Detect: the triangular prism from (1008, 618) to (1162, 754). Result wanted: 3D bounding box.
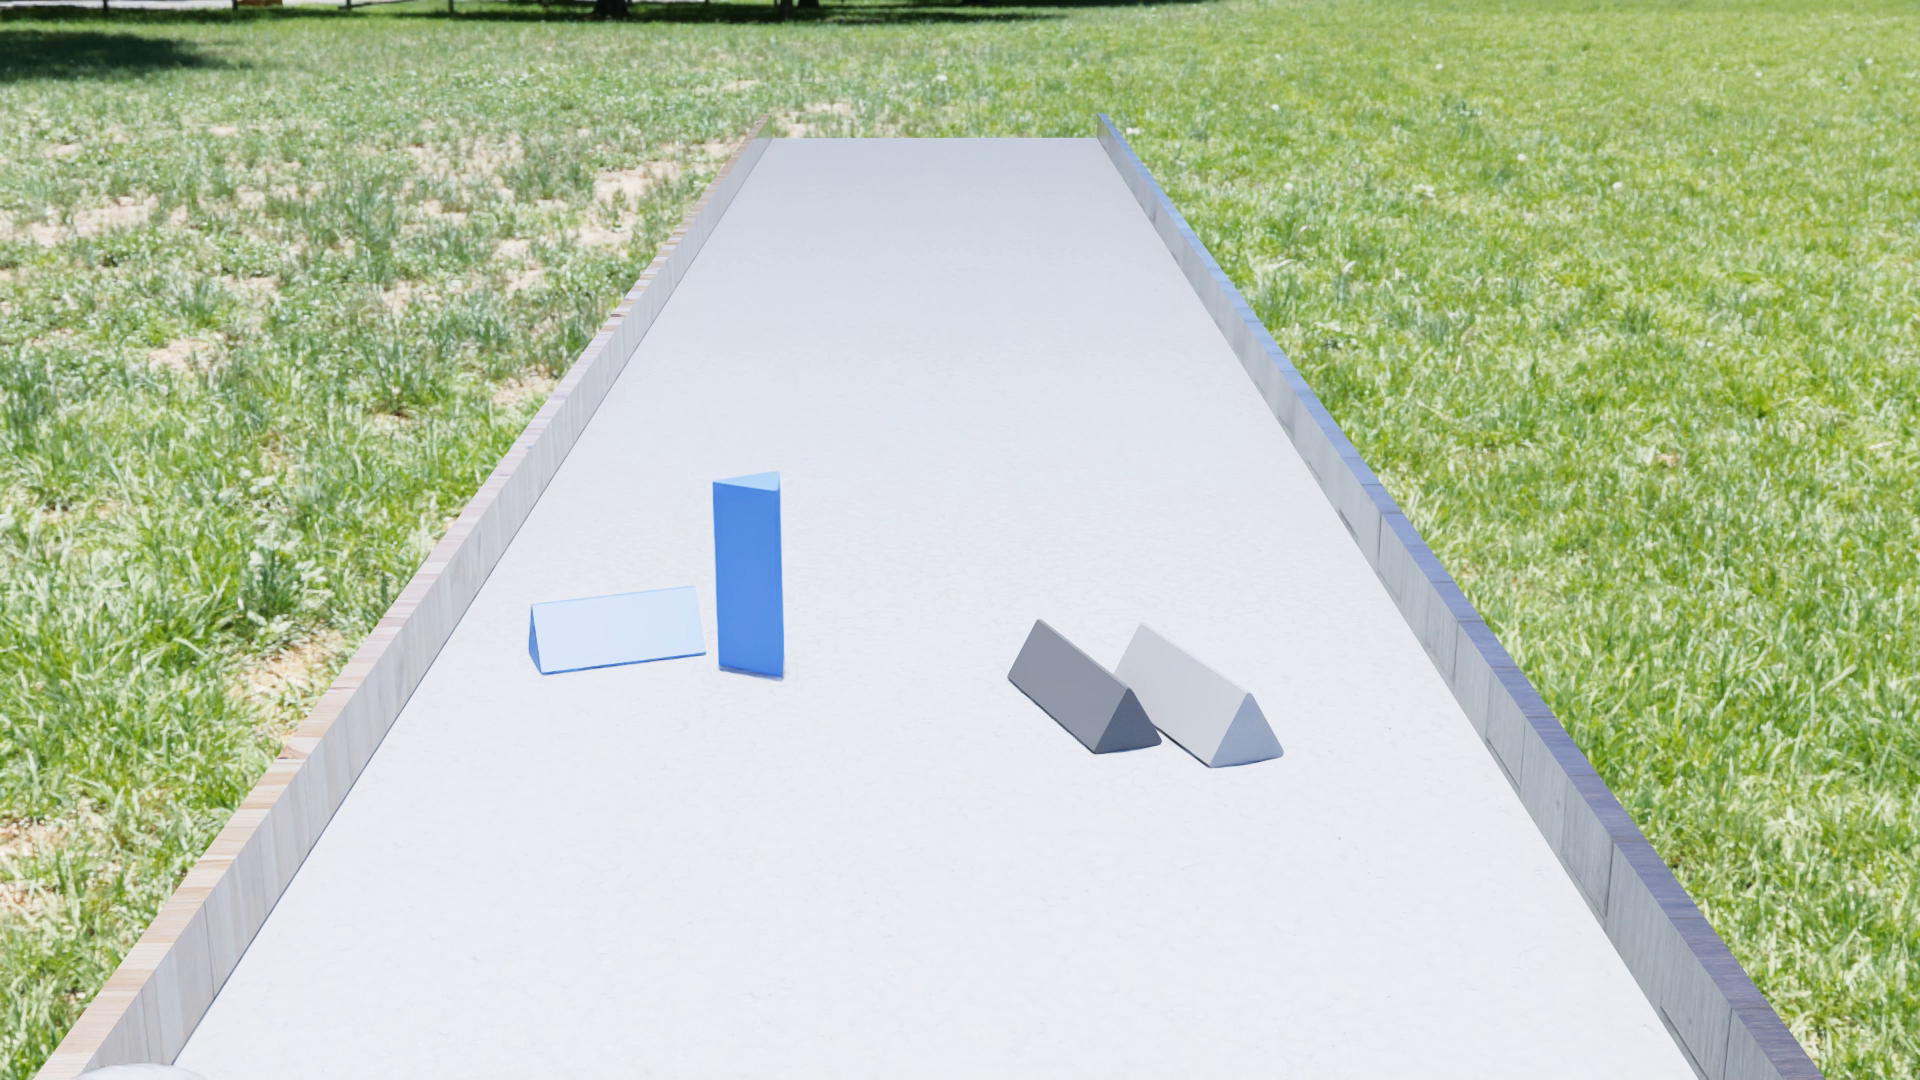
[{"bbox_3d":[0.228,0.264,4.126,0.133,0.115,0.417,-7,18,-20],"label":"triangular prism"}]

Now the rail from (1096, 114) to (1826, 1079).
[{"bbox_3d":[0.932,-0.844,7.801,0.050,0.150,12.000,0,17,-1],"label":"rail"}]

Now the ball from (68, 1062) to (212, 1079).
[{"bbox_3d":[-0.867,0.707,2.294,0.316,0.316,0.316,0,17,0],"label":"ball"}]

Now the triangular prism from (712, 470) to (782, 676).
[{"bbox_3d":[-0.389,0.061,4.358,0.147,0.379,0.127,8,19,26],"label":"triangular prism"}]

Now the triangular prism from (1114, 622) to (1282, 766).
[{"bbox_3d":[0.430,0.275,4.064,0.149,0.129,0.416,-7,18,-21],"label":"triangular prism"}]

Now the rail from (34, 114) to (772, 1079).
[{"bbox_3d":[-1.118,-0.838,7.780,0.050,0.150,12.000,0,17,-1],"label":"rail"}]
